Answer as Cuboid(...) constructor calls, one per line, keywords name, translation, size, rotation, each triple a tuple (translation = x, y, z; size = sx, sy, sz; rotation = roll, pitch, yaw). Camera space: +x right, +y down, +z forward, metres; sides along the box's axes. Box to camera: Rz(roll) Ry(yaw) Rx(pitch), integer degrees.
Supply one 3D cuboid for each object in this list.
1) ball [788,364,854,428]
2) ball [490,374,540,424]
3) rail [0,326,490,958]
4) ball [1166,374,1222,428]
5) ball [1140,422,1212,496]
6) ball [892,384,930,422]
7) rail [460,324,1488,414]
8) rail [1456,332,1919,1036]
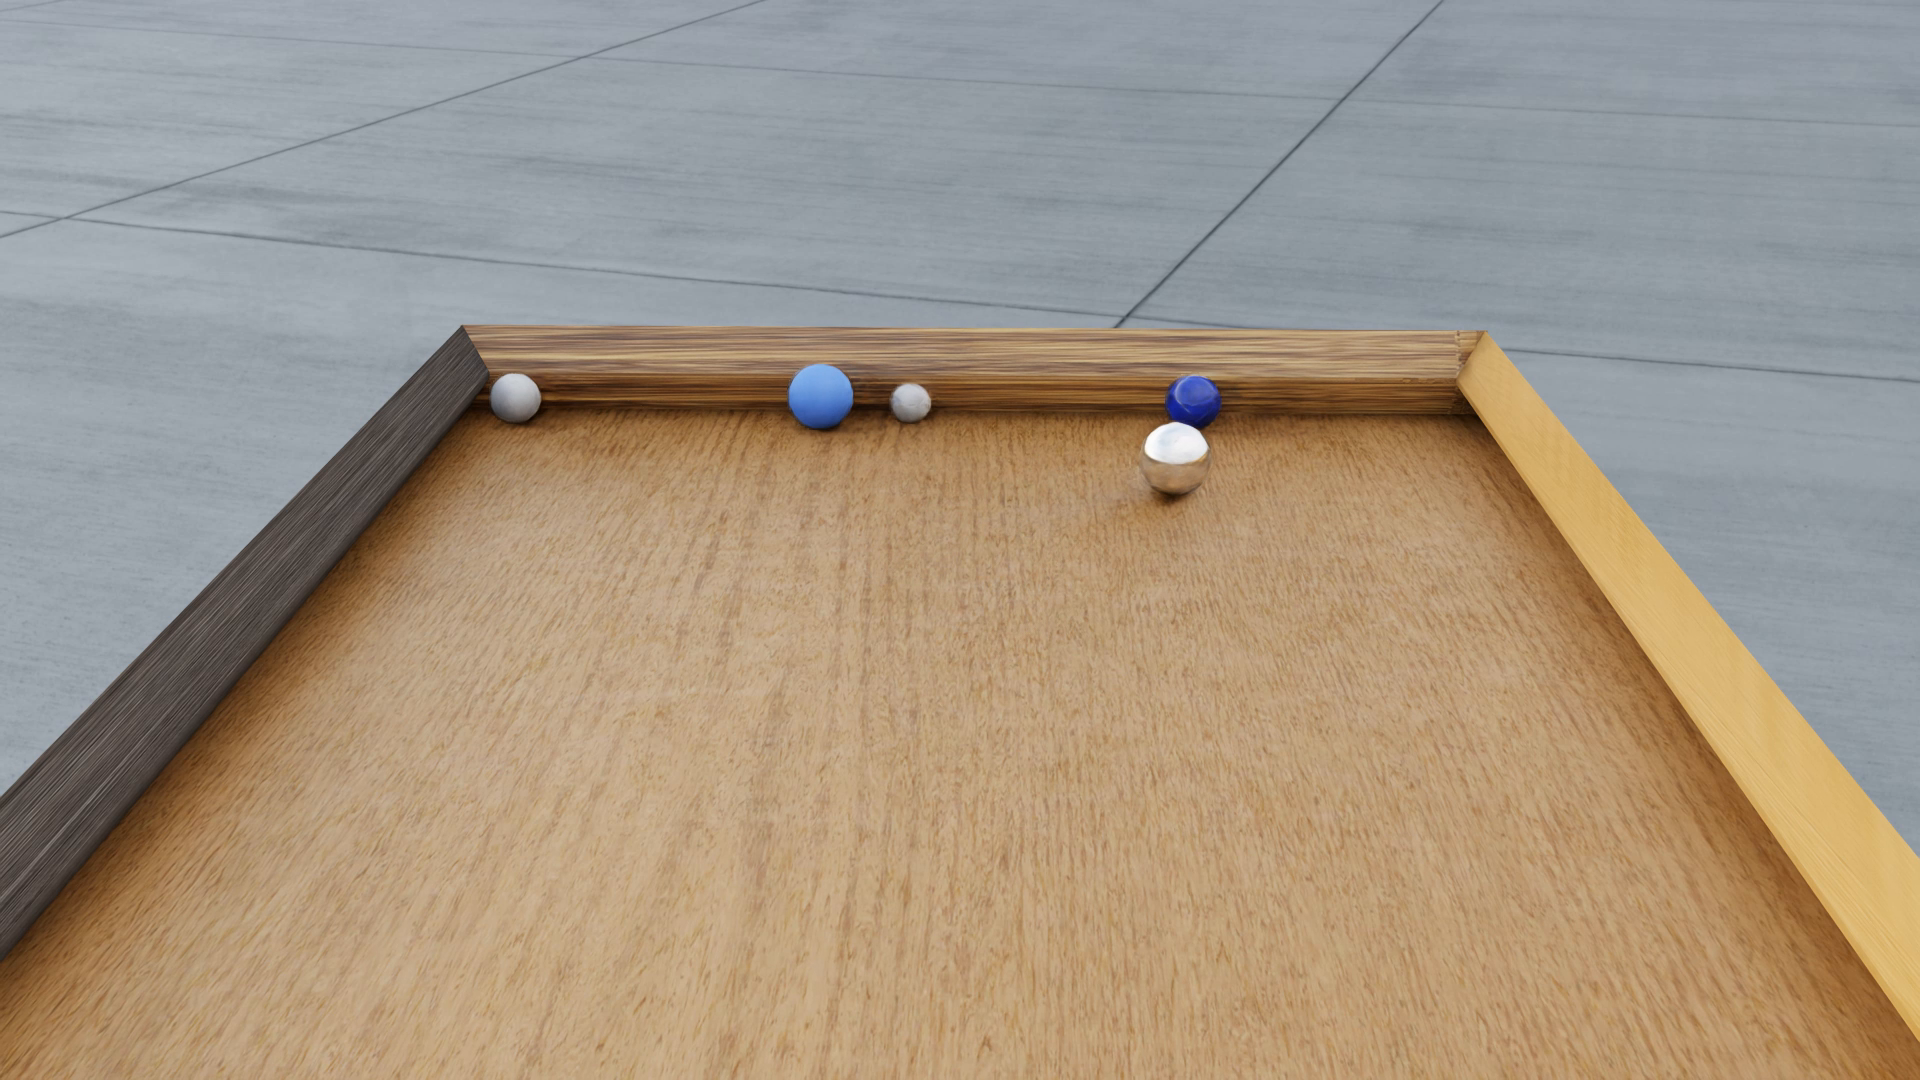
Cuboid(name="ball", translation=(-0.186, -0.192, 2.939), size=(0.086, 0.086, 0.086), rotation=(0, 20, 0))
Cuboid(name="ball", translation=(-0.600, -0.191, 2.966), size=(0.067, 0.067, 0.067), rotation=(0, 20, 0))
Cuboid(name="rail", translation=(-0.690, 0.187, 1.825), size=(0.045, 0.116, 2.551), rotation=(0, 20, 1))
Cuboid(name="ball", translation=(0.313, -0.184, 2.939), size=(0.072, 0.072, 0.072), rotation=(0, 20, 0))
Cuboid(name="ball", translation=(0.262, -0.098, 2.672), size=(0.089, 0.089, 0.089), rotation=(0, 20, 0))
Cuboid(name="ball", translation=(-0.066, -0.185, 2.970), size=(0.053, 0.053, 0.053), rotation=(0, 20, 0))
Cuboid(name="rail", translation=(0.015, -0.226, 2.989), size=(1.396, 0.116, 0.045), rotation=(0, 20, 1))
Cuboid(name="rail", translation=(0.659, 0.198, 1.795), size=(0.045, 0.116, 2.551), rotation=(0, 20, 1))
